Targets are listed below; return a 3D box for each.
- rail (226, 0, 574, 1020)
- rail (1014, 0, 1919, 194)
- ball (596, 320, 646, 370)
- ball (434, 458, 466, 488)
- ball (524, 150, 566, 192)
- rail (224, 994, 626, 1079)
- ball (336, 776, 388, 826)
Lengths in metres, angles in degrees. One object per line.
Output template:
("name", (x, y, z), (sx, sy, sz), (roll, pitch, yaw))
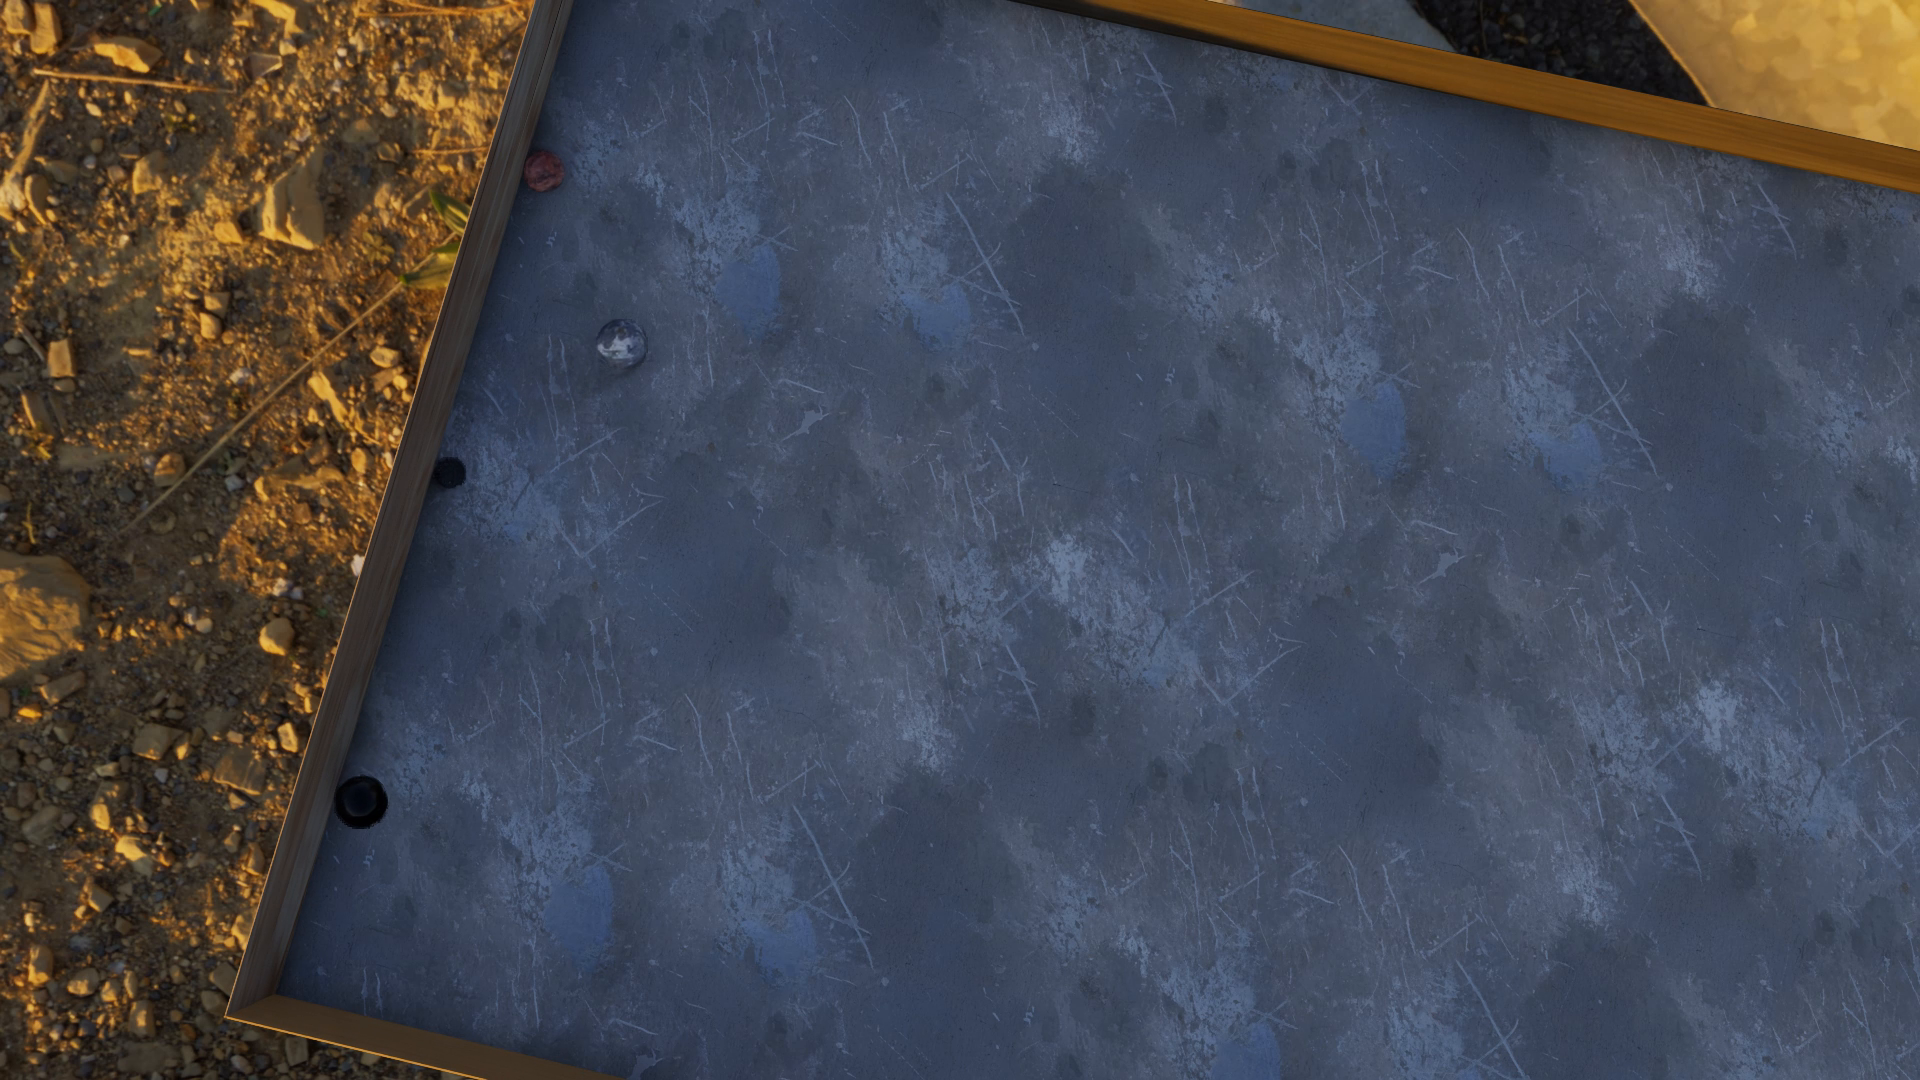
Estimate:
("rail", (-0.804, -0.187, 3.357), (0.045, 0.100, 1.853), (13, 77, 3))
("rail", (1.032, -0.672, 3.475), (3.397, 0.100, 0.045), (13, 77, 3))
("ball", (-0.524, -0.302, 3.398), (0.077, 0.077, 0.077), (0, 76, 0))
("ball", (-0.781, -0.102, 3.366), (0.045, 0.045, 0.045), (0, 76, 0))
("ball", (-0.656, -0.583, 3.473), (0.065, 0.065, 0.065), (0, 76, 0))
("rail", (0.622, 1.037, 3.060), (3.397, 0.100, 0.045), (13, 77, 3))
("ball", (-0.879, 0.384, 3.232), (0.075, 0.075, 0.075), (0, 76, 0))
